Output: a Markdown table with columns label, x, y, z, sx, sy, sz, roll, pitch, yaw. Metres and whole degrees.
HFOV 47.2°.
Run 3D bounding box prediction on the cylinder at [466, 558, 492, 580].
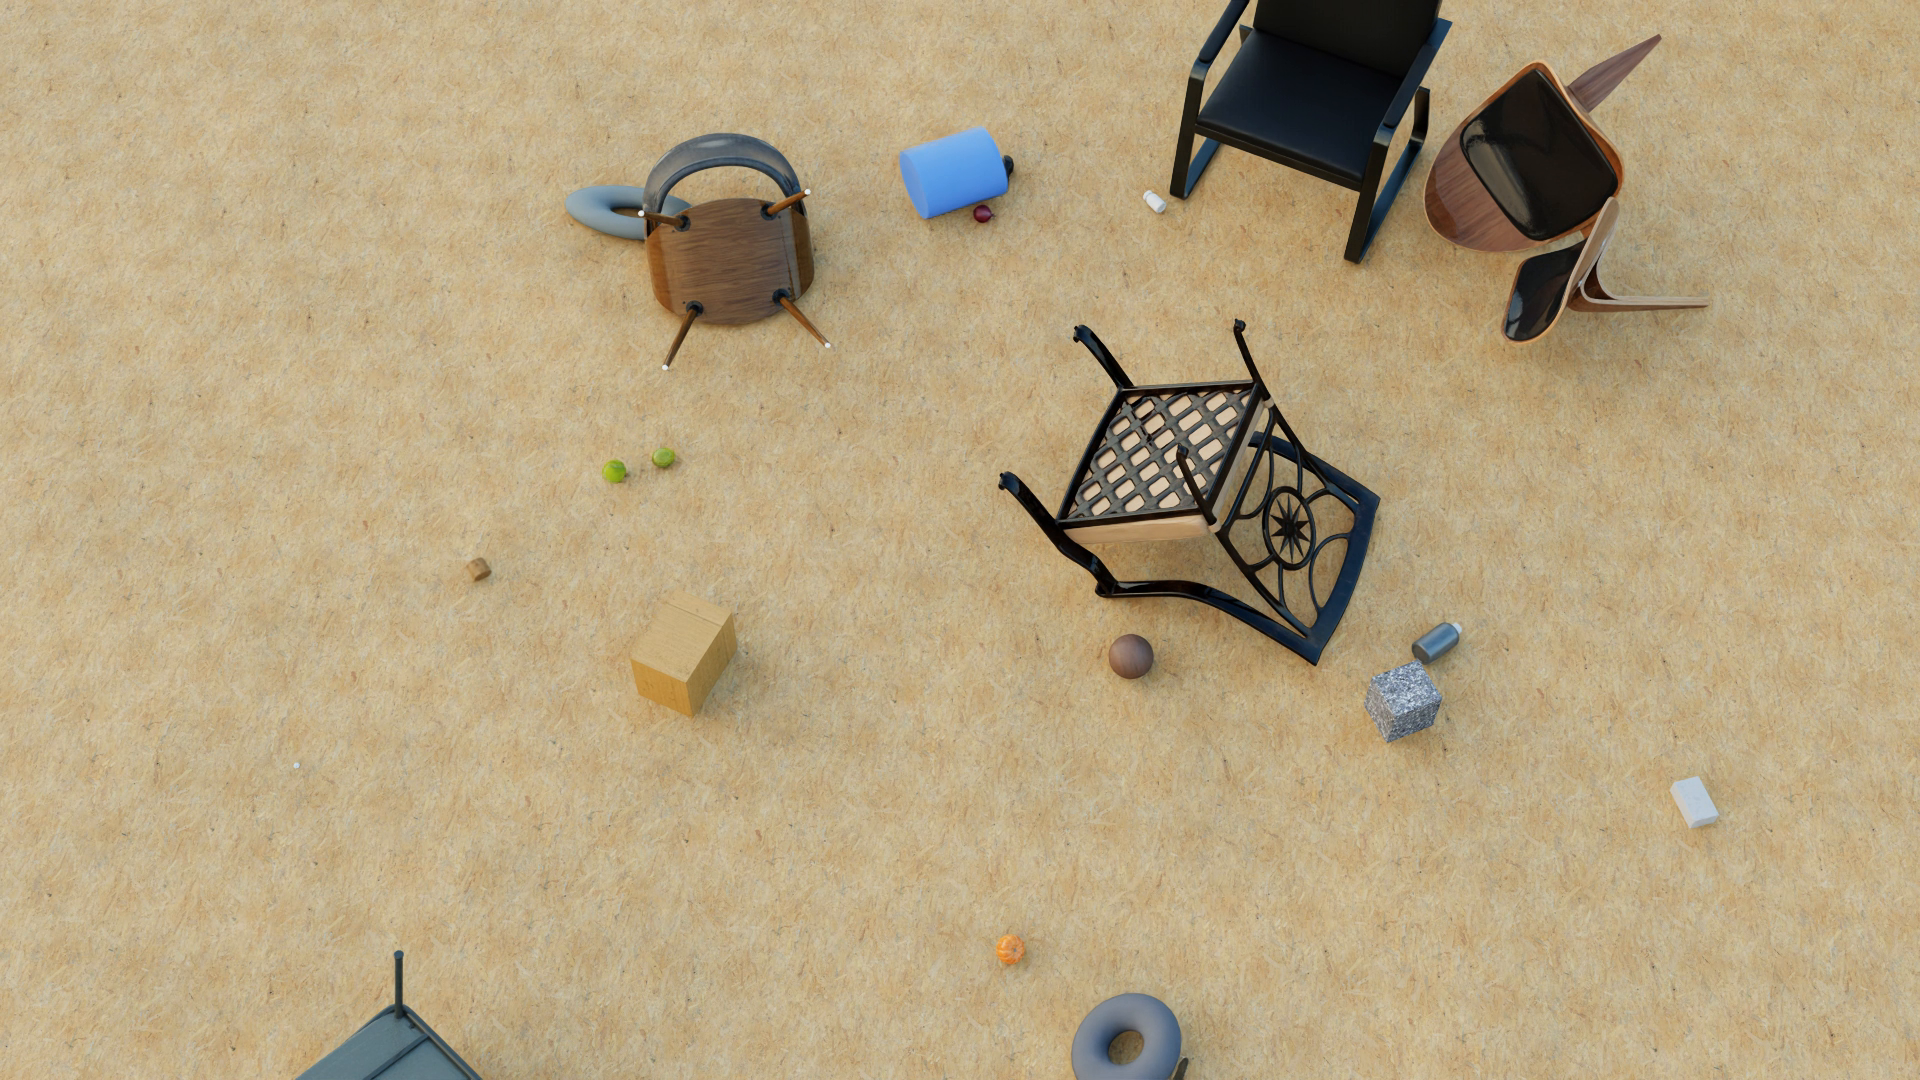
| label | x | y | z | sx | sy | sz | roll | pitch | yaw |
| --- | --- | --- | --- | --- | --- | --- | --- | --- | --- |
| cylinder | -1.422 | 0.087 | 6.497 | 0.057 | 0.032 | 0.055 | -27 | 59 | -22 |

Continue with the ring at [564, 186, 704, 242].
| label | x | y | z | sx | sy | sz | roll | pitch | yaw |
| --- | --- | --- | --- | --- | --- | --- | --- | --- | --- |
| ring | -1.073 | -1.078 | 7.251 | 0.483 | 0.078 | 0.200 | 11 | 56 | 8 |

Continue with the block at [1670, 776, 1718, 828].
| label | x | y | z | sx | sy | sz | roll | pitch | yaw |
| --- | --- | --- | --- | --- | --- | --- | --- | --- | --- |
| block | 2.023 | 0.723 | 6.061 | 0.074 | 0.047 | 0.124 | -13 | 57 | -9 |

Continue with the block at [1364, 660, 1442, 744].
| label | x | y | z | sx | sy | sz | roll | pitch | yaw |
| --- | --- | --- | --- | --- | --- | --- | --- | --- | --- |
| block | 1.243 | 0.454 | 6.176 | 0.148 | 0.155 | 0.136 | -19 | 58 | -13 |

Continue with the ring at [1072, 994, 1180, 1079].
| label | x | y | z | sx | sy | sz | roll | pitch | yaw |
| --- | --- | --- | --- | --- | --- | --- | --- | --- | --- |
| ring | 0.424 | 1.297 | 5.618 | 0.301 | 0.087 | 0.283 | -46 | 50 | -13 |

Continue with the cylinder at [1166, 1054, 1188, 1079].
| label | x | y | z | sx | sy | sz | roll | pitch | yaw |
| --- | --- | --- | --- | --- | --- | --- | --- | --- | --- |
| cylinder | 0.528 | 1.359 | 5.615 | 0.066 | 0.058 | 0.111 | 14 | 58 | 37 |

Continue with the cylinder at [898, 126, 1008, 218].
| label | x | y | z | sx | sy | sz | roll | pitch | yaw |
| --- | --- | --- | --- | --- | --- | --- | --- | --- | --- |
| cylinder | -0.024 | -1.218 | 7.273 | 0.284 | 0.195 | 0.249 | -20 | 65 | -13 |

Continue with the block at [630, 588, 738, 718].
| label | x | y | z | sx | sy | sz | roll | pitch | yaw |
| --- | --- | --- | --- | --- | --- | --- | --- | --- | --- |
| block | -0.780 | 0.321 | 6.237 | 0.179 | 0.202 | 0.258 | 22 | 59 | 14 |
